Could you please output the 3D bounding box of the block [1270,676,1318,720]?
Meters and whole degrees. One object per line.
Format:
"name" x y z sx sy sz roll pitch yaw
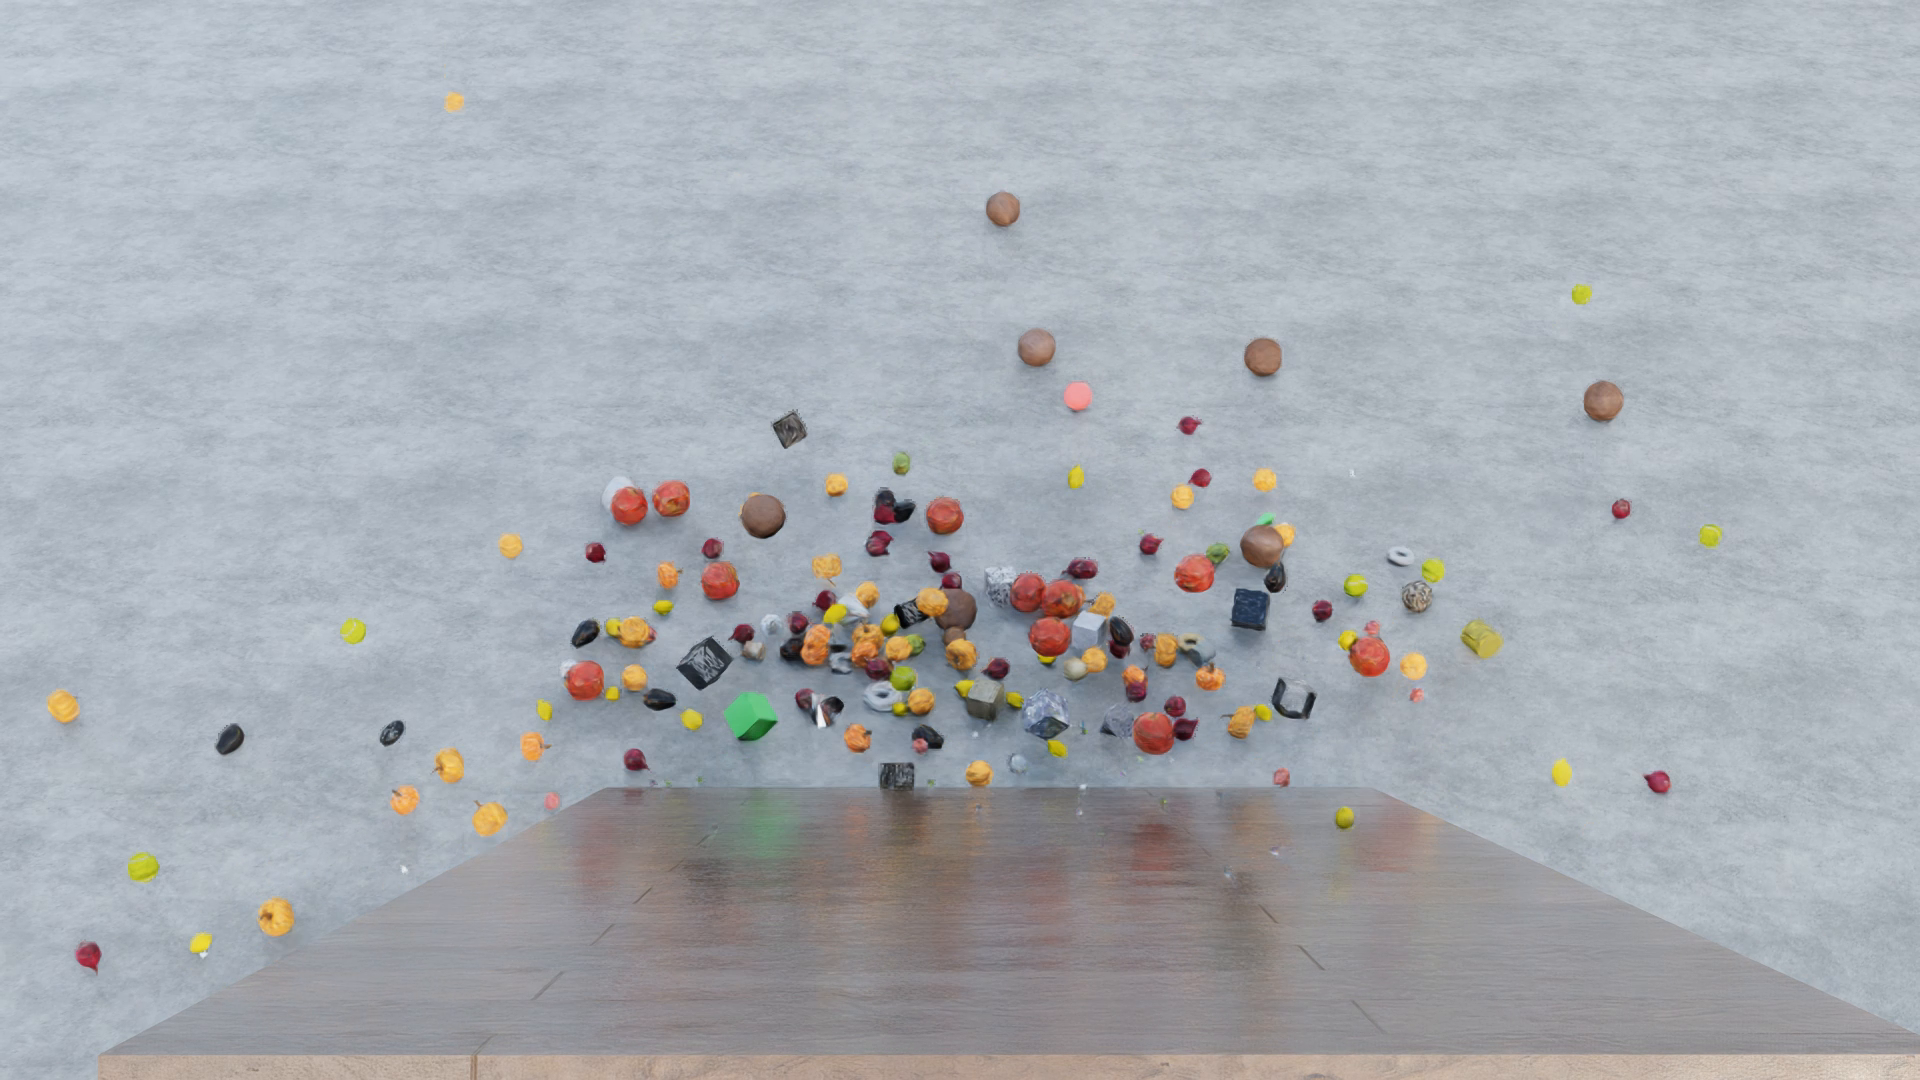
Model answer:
"block" 0.919 0.436 7.144 0.082 0.082 0.082 7 23 -23

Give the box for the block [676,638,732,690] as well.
"block" -0.706 0.342 7.173 0.092 0.092 0.092 -28 19 50

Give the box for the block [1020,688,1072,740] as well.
"block" 0.232 0.473 7.022 0.089 0.089 0.089 26 41 -36

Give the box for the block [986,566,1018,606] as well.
"block" 0.123 0.136 7.620 0.083 0.083 0.083 -5 34 -8

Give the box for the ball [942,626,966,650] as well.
"ball" -0.017 0.282 7.412 0.070 0.070 0.070 0 34 0

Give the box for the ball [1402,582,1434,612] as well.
"ball" 1.334 0.165 7.568 0.091 0.091 0.091 0 34 0

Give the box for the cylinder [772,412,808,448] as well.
"cylinder" -0.538 -0.347 8.195 0.087 0.087 0.087 -28 7 3

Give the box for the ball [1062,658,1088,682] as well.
"ball" 0.316 0.356 7.107 0.068 0.068 0.068 0 34 0

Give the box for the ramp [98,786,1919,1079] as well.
"ramp" 0.075 0.649 4.782 2.000 0.100 4.000 0 -1 0

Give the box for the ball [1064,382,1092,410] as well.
"ball" 0.387 -0.473 8.520 0.095 0.095 0.095 0 34 0

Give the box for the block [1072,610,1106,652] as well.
"block" 0.370 0.262 7.436 0.076 0.076 0.076 13 36 19

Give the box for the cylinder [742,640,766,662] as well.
"cylinder" -0.584 0.315 7.379 0.051 0.051 0.051 24 40 17

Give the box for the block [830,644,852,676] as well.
"block" -0.335 0.338 7.336 0.061 0.061 0.061 -3 34 -4

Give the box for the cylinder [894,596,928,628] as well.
"cylinder" -0.141 0.210 7.518 0.071 0.071 0.071 -30 44 -28

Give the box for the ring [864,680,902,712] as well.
"ring" -0.215 0.433 7.213 0.110 0.037 0.110 4 38 -3

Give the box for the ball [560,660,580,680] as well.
"ball" -1.097 0.364 7.303 0.055 0.055 0.055 0 34 0

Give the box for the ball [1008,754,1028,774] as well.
"ball" 0.156 0.600 6.952 0.053 0.053 0.053 0 34 0

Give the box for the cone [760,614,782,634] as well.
"cone" -0.535 0.234 7.446 0.063 0.063 0.063 4 73 -14

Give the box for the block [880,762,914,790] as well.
"block" -0.164 0.613 6.753 0.065 0.065 0.065 1 -2 -42

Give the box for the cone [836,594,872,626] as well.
"cone" -0.290 0.210 7.478 0.097 0.097 0.097 12 33 40

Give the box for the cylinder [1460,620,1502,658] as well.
"cylinder" 1.485 0.282 7.396 0.081 0.081 0.081 -17 36 -23

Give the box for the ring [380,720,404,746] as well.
"ring" -1.537 0.522 7.024 0.081 0.027 0.081 -31 31 21

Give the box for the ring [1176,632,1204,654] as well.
"ring" 0.661 0.297 7.425 0.090 0.030 0.090 1 35 -1

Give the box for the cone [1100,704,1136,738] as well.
"cone" 0.409 0.508 7.074 0.099 0.099 0.099 16 61 -31

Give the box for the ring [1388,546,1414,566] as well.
"ring" 1.326 0.048 7.800 0.083 0.028 0.083 1 34 -1

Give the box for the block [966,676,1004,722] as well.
"block" 0.071 0.439 7.156 0.078 0.078 0.078 12 48 18

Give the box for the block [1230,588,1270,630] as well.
"block" 0.837 0.201 7.475 0.095 0.095 0.095 8 78 11

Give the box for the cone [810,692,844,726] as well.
"cone" -0.388 0.445 7.138 0.098 0.098 0.098 -19 41 -26

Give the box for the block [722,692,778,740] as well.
"block" -0.566 0.478 7.024 0.089 0.089 0.089 10 42 -56

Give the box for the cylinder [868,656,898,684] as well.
"cylinder" -0.216 0.372 7.280 0.067 0.067 0.067 -9 35 -14

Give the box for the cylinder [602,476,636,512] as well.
"cylinder" -1.058 -0.141 8.034 0.083 0.083 0.083 6 34 9

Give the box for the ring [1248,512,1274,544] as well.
"ring" 0.912 -0.037 7.860 0.036 0.109 0.109 35 42 9

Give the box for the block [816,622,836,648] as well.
"block" -0.386 0.274 7.440 0.053 0.053 0.053 -2 34 -3
